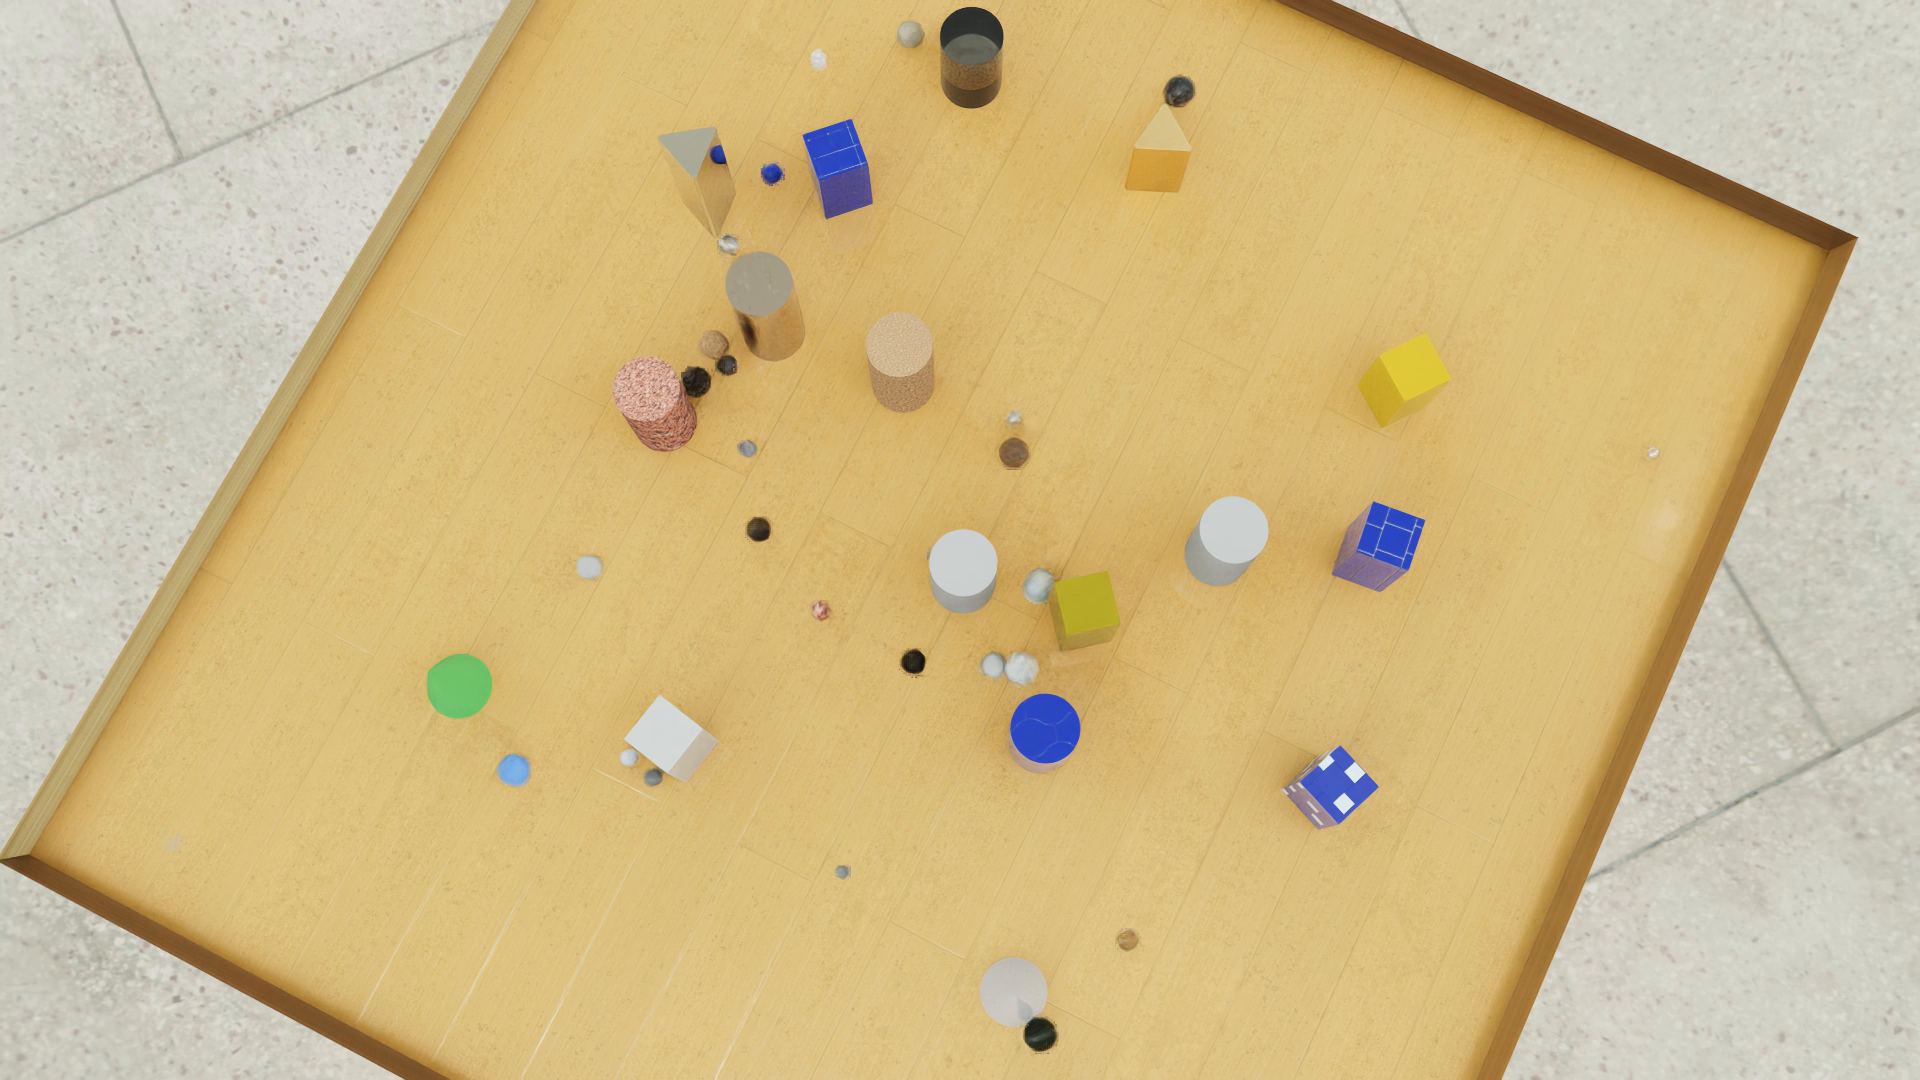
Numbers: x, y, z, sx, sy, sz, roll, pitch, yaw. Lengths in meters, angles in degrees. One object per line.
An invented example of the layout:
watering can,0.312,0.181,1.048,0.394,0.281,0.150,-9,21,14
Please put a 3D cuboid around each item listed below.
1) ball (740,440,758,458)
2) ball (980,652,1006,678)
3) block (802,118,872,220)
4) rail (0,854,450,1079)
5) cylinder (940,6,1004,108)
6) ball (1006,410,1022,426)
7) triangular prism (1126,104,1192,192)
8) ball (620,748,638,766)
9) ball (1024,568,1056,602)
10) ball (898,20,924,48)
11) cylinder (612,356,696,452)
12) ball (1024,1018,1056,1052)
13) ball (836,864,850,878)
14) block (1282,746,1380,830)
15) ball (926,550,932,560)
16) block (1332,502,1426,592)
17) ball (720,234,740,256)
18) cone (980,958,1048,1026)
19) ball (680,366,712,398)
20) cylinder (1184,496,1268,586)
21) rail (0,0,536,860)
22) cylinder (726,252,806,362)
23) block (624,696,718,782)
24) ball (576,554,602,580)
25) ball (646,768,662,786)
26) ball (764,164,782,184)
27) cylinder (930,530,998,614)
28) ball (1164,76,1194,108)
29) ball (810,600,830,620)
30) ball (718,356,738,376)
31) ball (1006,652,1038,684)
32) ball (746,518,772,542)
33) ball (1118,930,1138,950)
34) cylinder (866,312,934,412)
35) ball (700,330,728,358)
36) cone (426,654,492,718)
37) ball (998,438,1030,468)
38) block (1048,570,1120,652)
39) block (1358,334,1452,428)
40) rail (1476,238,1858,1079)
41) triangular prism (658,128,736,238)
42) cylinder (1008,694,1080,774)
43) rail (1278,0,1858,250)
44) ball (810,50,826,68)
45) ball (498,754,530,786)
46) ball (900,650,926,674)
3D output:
ball,-0.653,-0.280,5.647,0.054,0.054,0.054,0,78,0
ball,0.099,0.375,5.500,0.076,0.076,0.076,0,78,0
block,-0.378,-1.150,5.696,0.158,0.310,0.158,-19,79,-4
rail,-0.928,1.823,5.173,4.132,0.128,0.045,26,80,5
cylinder,0.036,-1.517,5.776,0.197,0.302,0.197,0,78,0
ball,0.167,-0.376,5.668,0.052,0.052,0.052,0,78,0
triangular prism,0.618,-1.221,5.704,0.171,0.323,0.148,4,78,1
ball,-0.984,0.648,5.457,0.051,0.051,0.051,0,78,0
ball,0.241,0.135,5.538,0.099,0.099,0.099,0,78,0
ball,-0.159,-1.631,5.910,0.087,0.087,0.087,0,78,0
cylinder,-0.915,-0.405,5.519,0.197,0.356,0.197,0,78,0
ball,0.230,1.423,5.273,0.097,0.097,0.097,0,78,0
ball,-0.346,0.976,5.393,0.041,0.041,0.041,0,78,0
block,1.070,0.720,5.312,0.158,0.305,0.158,-41,81,-8
ball,-0.082,0.047,5.574,0.040,0.040,0.040,0,78,0
block,1.235,0.024,5.428,0.158,0.360,0.158,20,79,4
ball,-0.726,-0.929,5.776,0.065,0.065,0.065,0,78,0
cone,0.157,1.285,5.186,0.197,0.322,0.197,0,78,0
ball,-0.815,-0.489,5.665,0.094,0.094,0.094,0,78,0
cylinder,0.785,0.008,5.428,0.197,0.366,0.197,0,78,0
rail,-1.827,-0.888,5.734,0.045,0.128,4.196,26,80,5
cylinder,-0.584,-0.700,5.536,0.197,0.442,0.197,0,78,0
block,-0.832,0.580,5.316,0.158,0.353,0.158,37,81,7
ball,-1.127,0.083,5.561,0.076,0.076,0.076,0,78,0
ball,-0.909,0.705,5.444,0.052,0.052,0.052,0,78,0
ball,-0.595,-1.166,5.827,0.061,0.061,0.061,0,78,0
cylinder,0.010,0.097,5.440,0.197,0.307,0.197,0,78,0
ball,0.700,-1.433,5.863,0.098,0.098,0.098,0,78,0
ball,-0.422,0.214,5.542,0.060,0.060,0.060,0,78,0
ball,-0.722,-0.542,5.696,0.065,0.065,0.065,0,78,0
ball,0.185,0.384,5.487,0.099,0.099,0.099,0,78,0
ball,-0.613,-0.031,5.584,0.076,0.076,0.076,0,78,0
ball,0.489,1.167,5.344,0.062,0.062,0.062,0,78,0
cylinder,-0.177,-0.531,5.532,0.197,0.382,0.197,0,78,0
ball,-0.765,-0.607,5.697,0.088,0.088,0.088,0,78,0
cone,-1.509,0.406,5.360,0.197,0.338,0.197,0,78,0
ball,0.166,-0.268,5.624,0.094,0.094,0.094,0,78,0
block,0.364,0.214,5.398,0.158,0.342,0.158,-12,79,-3
block,1.345,-0.480,5.561,0.158,0.303,0.158,-26,79,-5
rail,1.827,0.901,5.364,0.045,0.128,4.196,26,80,5
triangular prism,-0.772,-1.114,5.600,0.148,0.485,0.171,-40,81,-8
cylinder,0.240,0.565,5.318,0.197,0.356,0.197,0,78,0
rail,0.928,-1.810,5.925,4.132,0.128,0.045,26,80,5
ball,-0.458,-1.553,5.911,0.054,0.054,0.054,0,78,0
ball,-1.323,0.681,5.429,0.092,0.092,0.092,0,78,0
ball,-0.140,0.366,5.502,0.075,0.075,0.075,0,78,0
